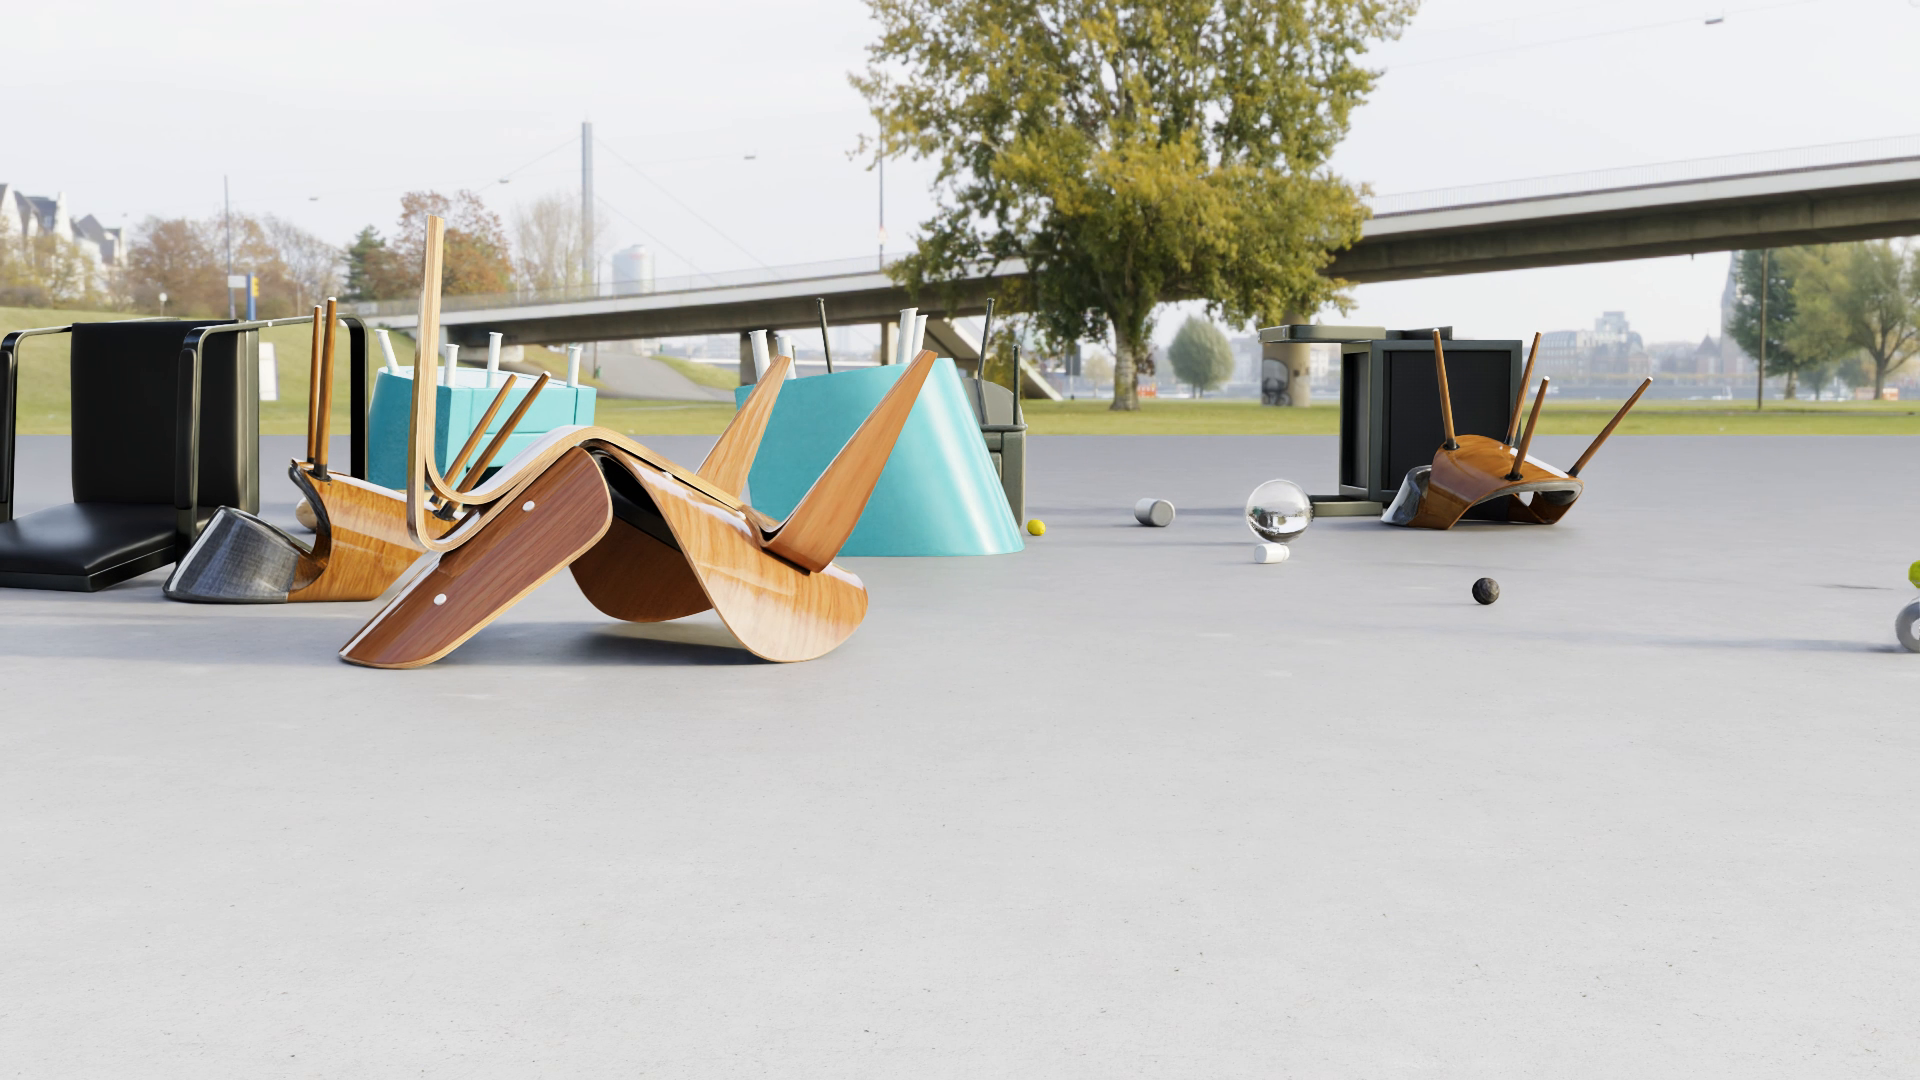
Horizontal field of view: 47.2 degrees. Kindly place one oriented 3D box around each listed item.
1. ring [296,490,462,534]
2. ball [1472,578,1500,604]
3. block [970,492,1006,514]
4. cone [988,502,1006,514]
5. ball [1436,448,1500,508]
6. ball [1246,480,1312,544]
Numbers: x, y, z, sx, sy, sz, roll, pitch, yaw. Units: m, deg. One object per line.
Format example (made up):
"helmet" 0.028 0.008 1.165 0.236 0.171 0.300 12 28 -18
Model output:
"ring" -1.849 -0.093 7.009 0.506 0.125 0.522 2 4 40
"ball" 1.096 0.106 4.583 0.057 0.057 0.057 0 4 0
"block" 0.104 -0.135 8.010 0.111 0.069 0.094 1 4 15
"cone" 0.132 -0.105 7.917 0.062 0.047 0.063 6 -16 4
"ball" 1.908 -0.233 8.261 0.229 0.229 0.229 0 4 0
"ball" 0.921 -0.081 6.354 0.188 0.188 0.188 0 4 0
